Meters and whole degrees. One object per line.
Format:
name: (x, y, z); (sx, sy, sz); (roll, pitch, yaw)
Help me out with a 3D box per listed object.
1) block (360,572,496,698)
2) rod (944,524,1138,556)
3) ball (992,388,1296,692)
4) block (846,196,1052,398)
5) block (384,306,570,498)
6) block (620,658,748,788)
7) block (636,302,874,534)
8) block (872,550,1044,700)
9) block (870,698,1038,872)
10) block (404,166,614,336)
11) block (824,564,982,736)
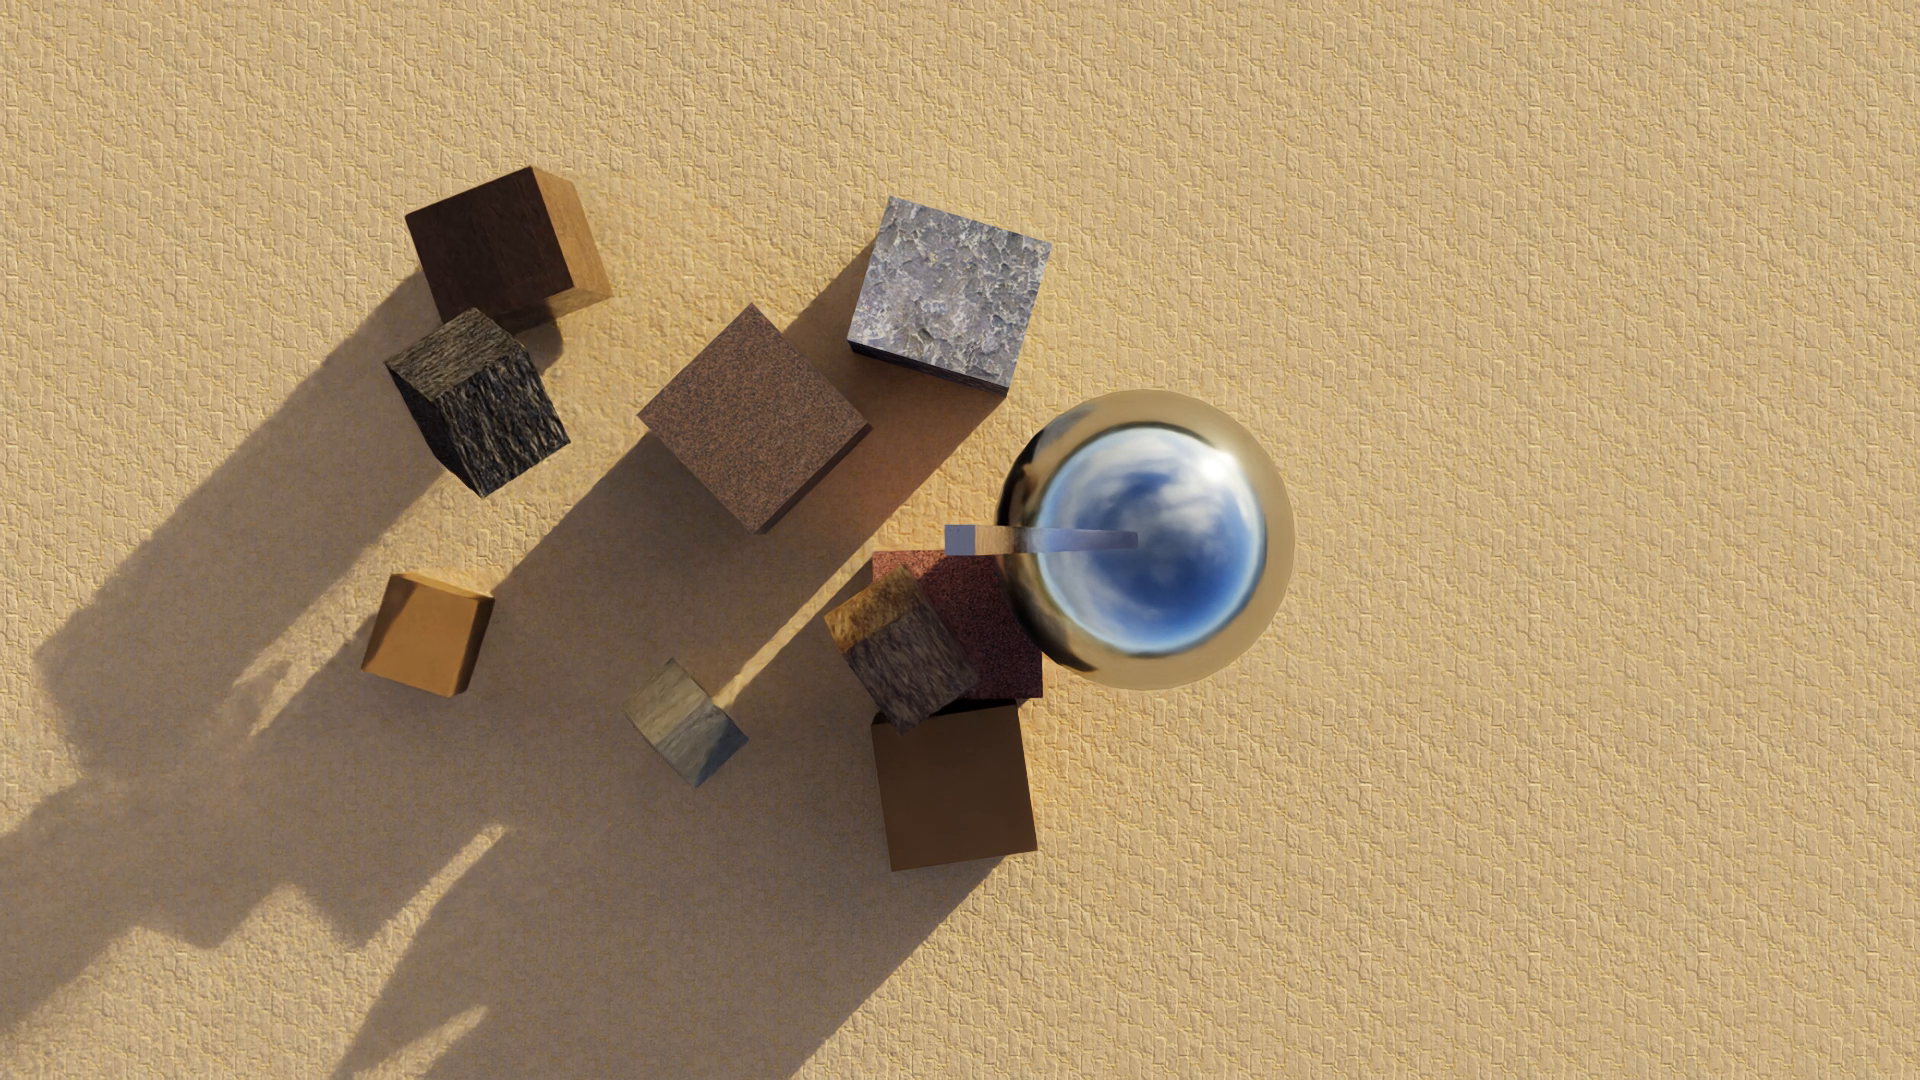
block: (-3.077, 0.543, 12.754); (0.520, 0.493, 0.572); (18, 90, 0)
rod: (0.419, 0.000, 8.282); (0.080, 5.200, 0.080); (0, 90, 9)
ball: (0.966, 0.000, 11.637); (1.600, 1.600, 1.600); (0, 90, 0)
block: (-0.059, -1.373, 12.576); (0.939, 0.848, 0.832); (17, 90, 0)
block: (-2.635, -0.753, 12.017); (0.582, 0.614, 0.684); (-36, 132, -19)
block: (-1.584, 1.051, 12.653); (0.407, 0.464, 0.456); (-43, 132, -7)
block: (-1.154, -0.676, 12.605); (0.897, 0.790, 0.926); (-44, 90, 0)
block: (-0.013, 0.472, 12.621); (0.932, 0.759, 0.836); (-1, 90, 0)
block: (-0.031, 1.366, 12.555); (0.816, 0.891, 0.815); (-8, 90, 0)
block: (-2.558, -1.616, 12.556); (0.777, 0.795, 0.711); (-20, 90, 7)
block: (-0.314, 0.588, 11.883); (0.527, 0.512, 0.600); (-34, 115, 0)
